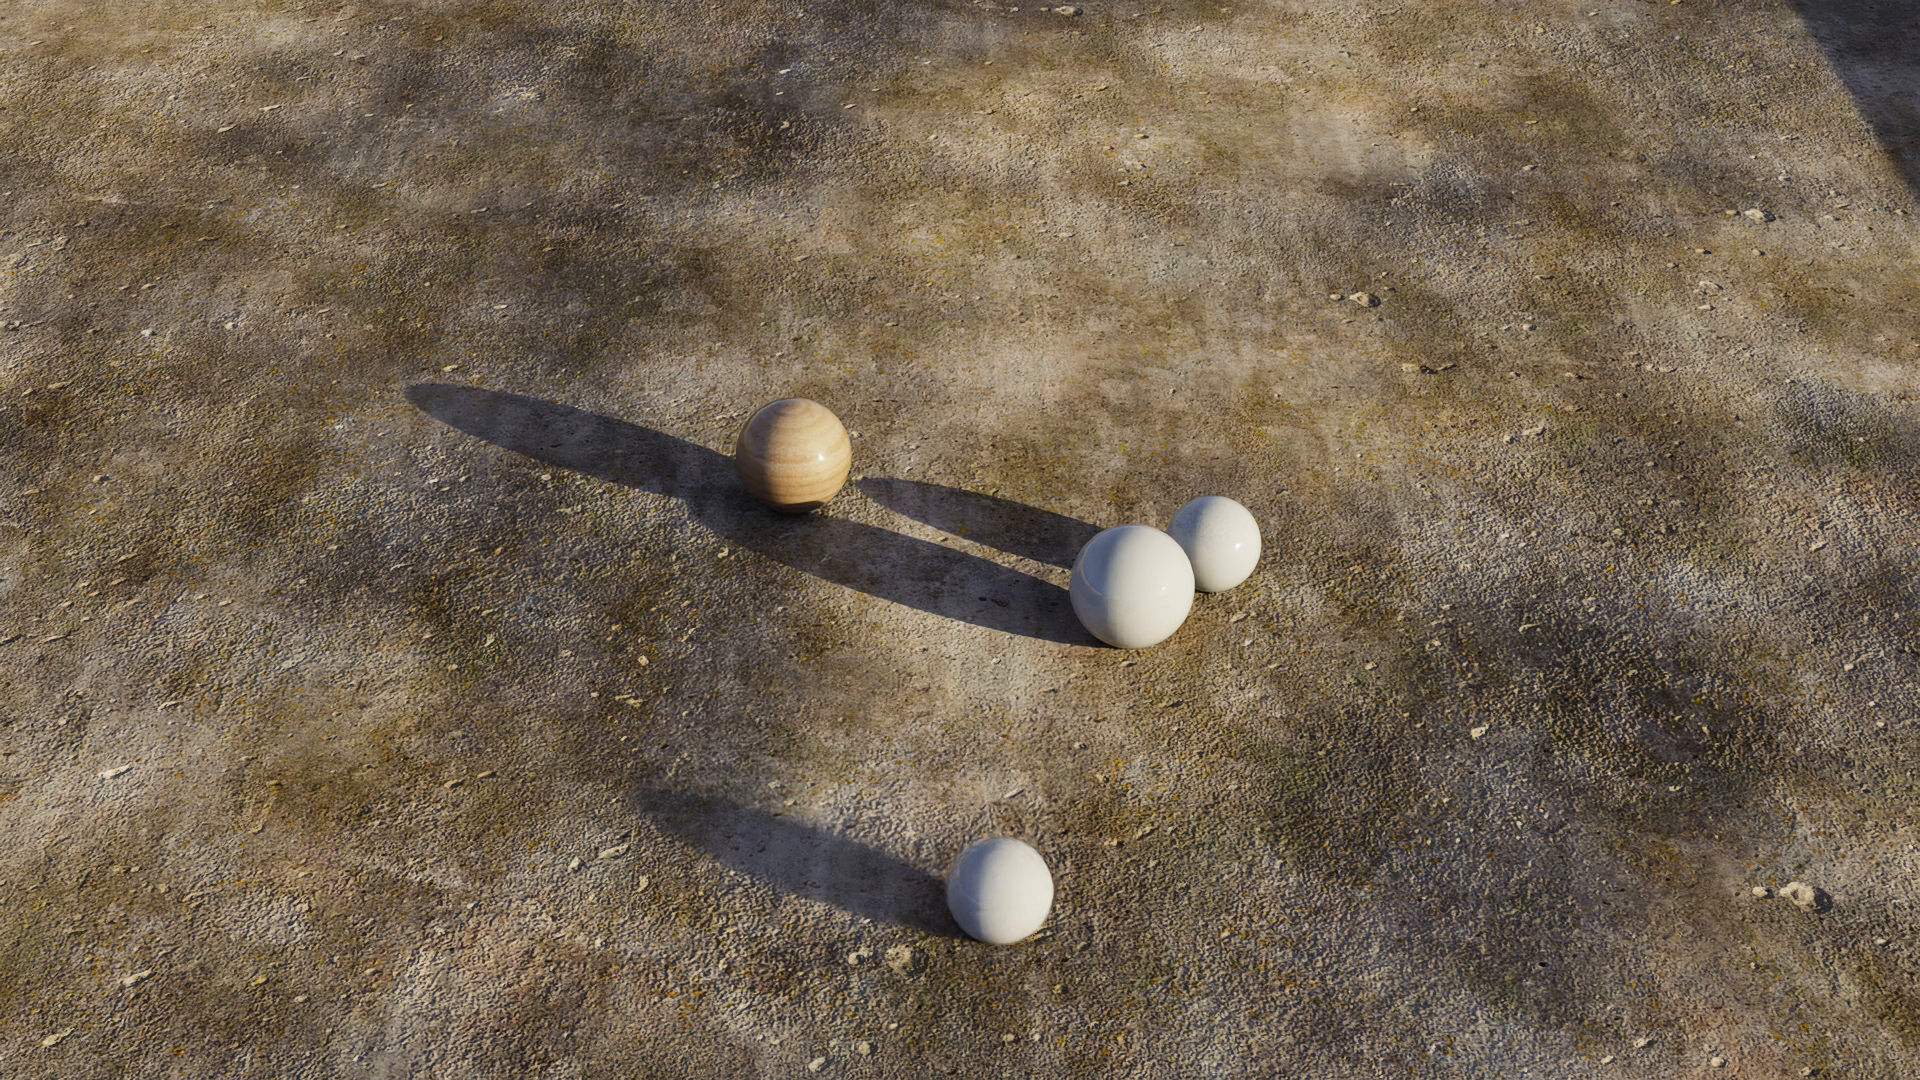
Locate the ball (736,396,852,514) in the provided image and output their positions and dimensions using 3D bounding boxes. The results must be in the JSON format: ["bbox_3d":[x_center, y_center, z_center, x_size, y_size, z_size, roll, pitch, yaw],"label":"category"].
[{"bbox_3d":[-0.098,-0.050,1.739,0.069,0.069,0.069,0,30,0],"label":"ball"}]

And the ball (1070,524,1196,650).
[{"bbox_3d":[0.094,0.025,1.609,0.069,0.069,0.069,0,30,0],"label":"ball"}]

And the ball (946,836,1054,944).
[{"bbox_3d":[0.019,0.165,1.387,0.051,0.051,0.051,0,30,0],"label":"ball"}]

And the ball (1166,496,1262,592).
[{"bbox_3d":[0.143,0.002,1.662,0.055,0.055,0.055,0,30,0],"label":"ball"}]
